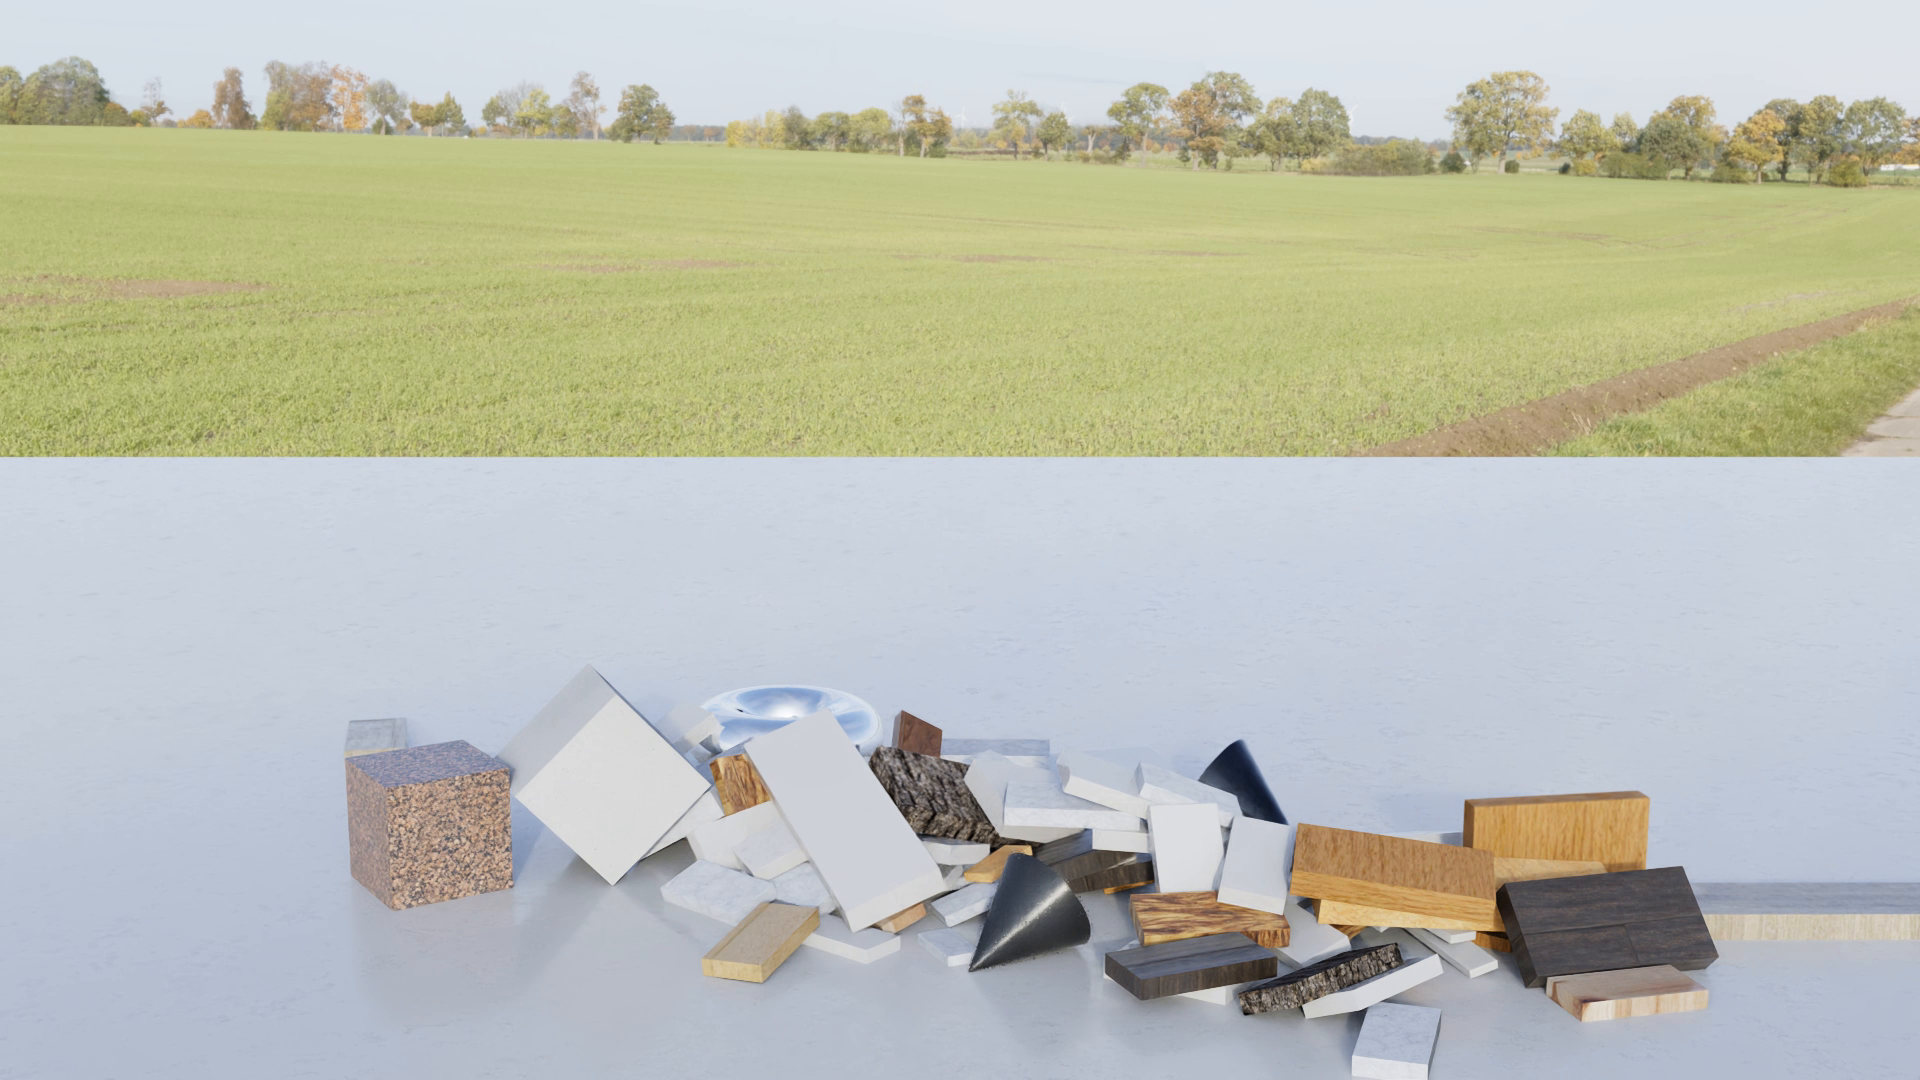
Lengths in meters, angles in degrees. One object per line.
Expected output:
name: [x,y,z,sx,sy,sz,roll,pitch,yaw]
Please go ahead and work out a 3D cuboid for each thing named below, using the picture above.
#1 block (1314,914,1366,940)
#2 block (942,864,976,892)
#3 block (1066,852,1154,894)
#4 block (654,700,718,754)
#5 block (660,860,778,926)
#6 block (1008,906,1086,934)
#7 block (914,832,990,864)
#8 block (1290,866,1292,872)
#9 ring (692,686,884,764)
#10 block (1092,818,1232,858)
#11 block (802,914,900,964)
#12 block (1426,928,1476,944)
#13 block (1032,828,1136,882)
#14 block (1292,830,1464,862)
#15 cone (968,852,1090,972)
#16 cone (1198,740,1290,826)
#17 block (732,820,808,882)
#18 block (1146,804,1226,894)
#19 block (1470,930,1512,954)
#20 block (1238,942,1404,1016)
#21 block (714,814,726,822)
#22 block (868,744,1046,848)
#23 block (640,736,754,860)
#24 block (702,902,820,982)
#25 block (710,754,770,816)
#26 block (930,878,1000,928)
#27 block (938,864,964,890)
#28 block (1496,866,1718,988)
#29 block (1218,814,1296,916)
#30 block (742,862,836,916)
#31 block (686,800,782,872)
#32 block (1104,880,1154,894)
block: [0.618,0.588,3.475,0.138,0.020,0.069,-30,33,-28]
block: [0.001,0.560,3.664,0.140,0.020,0.070,-10,12,28]
block: [0.292,0.534,3.668,0.237,0.034,0.118,-14,11,20]
block: [-0.591,0.406,4.271,0.236,0.033,0.118,-38,27,-23]
block: [-0.395,0.576,3.597,0.183,0.026,0.091,10,32,42]
block: [0.139,0.608,3.528,0.112,0.016,0.056,-3,11,-16]
block: [-0.073,0.511,3.669,0.221,0.031,0.110,3,-3,36]
block: [0.553,0.561,3.775,0.121,0.017,0.061,1,11,4]
ring: [-0.349,0.388,4.406,0.396,0.132,0.396,1,10,0]
block: [0.343,0.477,3.617,0.237,0.034,0.118,3,17,9]
block: [-0.178,0.622,3.435,0.158,0.022,0.079,9,14,39]
block: [0.750,0.598,3.410,0.048,0.014,0.096,-3,15,-26]
block: [0.168,0.536,3.675,0.237,0.034,0.118,-18,11,-2]
block: [0.707,0.524,3.734,0.299,0.042,0.149,0,-7,-26]
cone: [0.074,0.605,3.367,0.179,0.179,0.179,-38,30,-28]
cone: [0.524,0.505,3.851,0.224,0.224,0.224,35,25,22]
block: [-0.272,0.500,3.679,0.202,0.029,0.101,-26,27,-17]
block: [0.365,0.527,3.484,0.110,0.220,0.031,-1,-28,-7]
block: [0.816,0.615,3.474,0.148,0.021,0.074,8,13,37]
block: [0.524,0.636,3.188,0.226,0.032,0.113,-11,-9,-37]
block: [-0.426,0.493,3.966,0.080,0.023,0.160,-28,13,15]
block: [0.010,0.452,3.791,0.324,0.046,0.162,15,27,-27]
block: [-0.475,0.464,3.987,0.177,0.050,0.354,-29,6,11]
block: [-0.304,0.616,3.379,0.100,0.028,0.200,2,17,22]
block: [-0.357,0.469,3.825,0.099,0.199,0.028,-7,-23,-36]
block: [0.029,0.579,3.558,0.140,0.020,0.070,-22,17,-16]
block: [-0.071,0.564,3.638,0.140,0.020,0.070,-12,11,25]
block: [0.976,0.584,3.325,0.304,0.152,0.043,-3,-34,-15]
block: [0.469,0.509,3.461,0.101,0.029,0.202,11,28,9]
block: [-0.276,0.570,3.618,0.199,0.028,0.099,9,32,41]
block: [-0.360,0.513,3.758,0.199,0.099,0.028,-17,-17,-39]
block: [0.306,0.557,3.679,0.131,0.019,0.066,-16,11,14]
